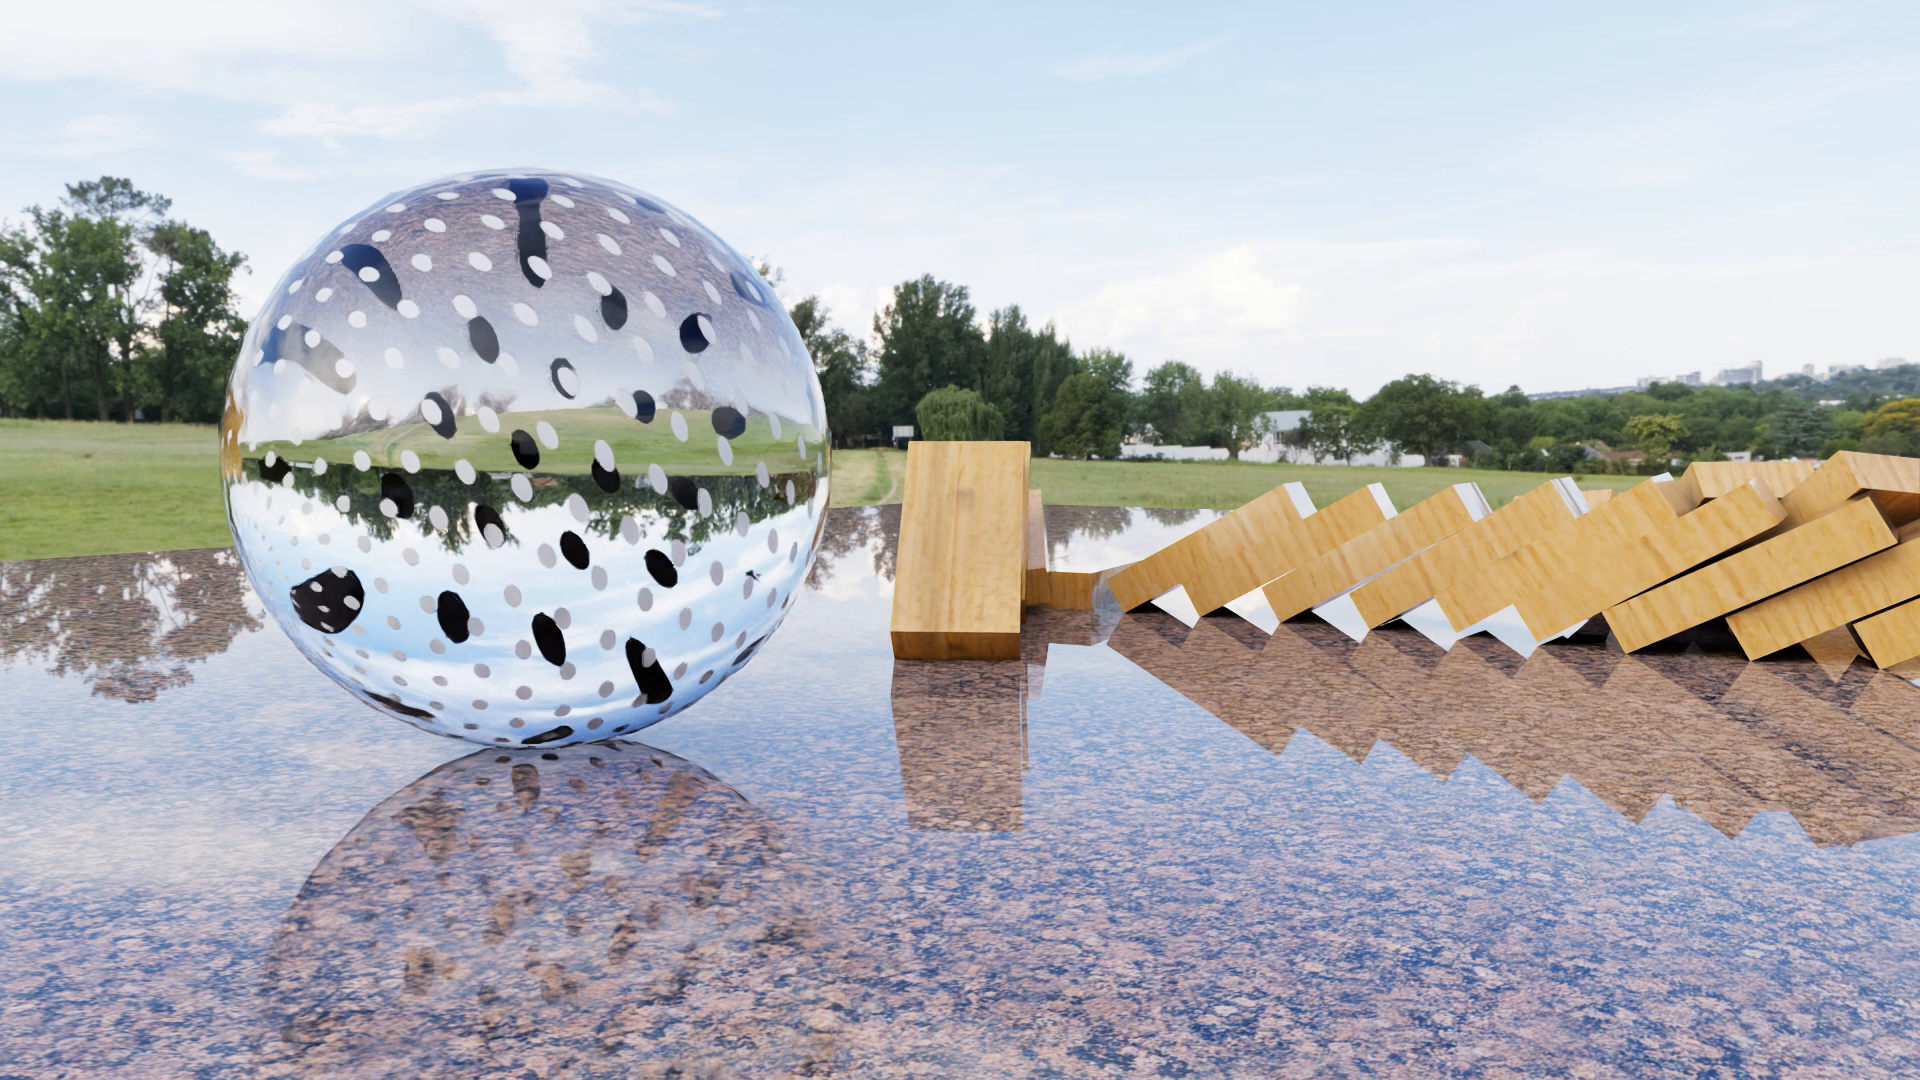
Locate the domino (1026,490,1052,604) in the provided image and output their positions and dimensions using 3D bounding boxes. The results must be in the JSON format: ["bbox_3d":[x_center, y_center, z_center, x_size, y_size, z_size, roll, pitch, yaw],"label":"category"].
[{"bbox_3d":[0.010,0.002,0.340,0.025,0.010,0.050,-8,24,5],"label":"domino"}]

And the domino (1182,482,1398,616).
[{"bbox_3d":[0.082,0.002,0.317,0.050,0.009,0.025,-30,-9,23],"label":"domino"}]

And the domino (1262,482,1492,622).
[{"bbox_3d":[0.099,0.003,0.304,0.050,0.010,0.025,-33,-14,30],"label":"domino"}]

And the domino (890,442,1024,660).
[{"bbox_3d":[0.000,0.001,0.266,0.025,0.050,0.009,0,-39,4],"label":"domino"}]

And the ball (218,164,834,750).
[{"bbox_3d":[-0.058,-0.011,0.180,0.080,0.080,0.080,0,4,0],"label":"ball"}]

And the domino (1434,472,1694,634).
[{"bbox_3d":[0.132,0.003,0.281,0.050,0.010,0.025,-37,-16,33],"label":"domino"}]

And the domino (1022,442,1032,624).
[{"bbox_3d":[0.004,-0.003,0.317,0.025,0.050,0.009,0,-39,5],"label":"domino"}]

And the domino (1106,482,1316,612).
[{"bbox_3d":[0.064,0.002,0.325,0.050,0.010,0.025,-30,-8,23],"label":"domino"}]

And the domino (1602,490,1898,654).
[{"bbox_3d":[0.158,0.007,0.257,0.050,0.009,0.025,-33,-14,34],"label":"domino"}]

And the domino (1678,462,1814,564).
[{"bbox_3d":[0.173,0.001,0.296,0.025,0.010,0.050,0,-34,4],"label":"domino"}]

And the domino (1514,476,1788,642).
[{"bbox_3d":[0.144,0.004,0.269,0.050,0.009,0.025,-37,-16,33],"label":"domino"}]

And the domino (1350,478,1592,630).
[{"bbox_3d":[0.116,0.003,0.292,0.050,0.010,0.025,-36,-16,31],"label":"domino"}]

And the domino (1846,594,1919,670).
[{"bbox_3d":[0.196,0.008,0.243,0.050,0.009,0.025,-31,-9,27],"label":"domino"}]

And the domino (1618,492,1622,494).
[{"bbox_3d":[0.185,0.002,0.338,0.050,0.009,0.025,28,-17,-37],"label":"domino"}]

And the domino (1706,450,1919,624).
[{"bbox_3d":[0.185,0.001,0.278,0.025,0.009,0.050,4,-36,-12],"label":"domino"}]

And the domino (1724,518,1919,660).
[{"bbox_3d":[0.178,0.007,0.252,0.050,0.010,0.025,-31,-10,26],"label":"domino"}]

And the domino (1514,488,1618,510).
[{"bbox_3d":[0.165,0.002,0.324,0.050,0.010,0.025,26,-16,-30],"label":"domino"}]

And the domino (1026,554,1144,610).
[{"bbox_3d":[0.033,0.011,0.356,0.025,0.009,0.050,2,5,26],"label":"domino"}]
